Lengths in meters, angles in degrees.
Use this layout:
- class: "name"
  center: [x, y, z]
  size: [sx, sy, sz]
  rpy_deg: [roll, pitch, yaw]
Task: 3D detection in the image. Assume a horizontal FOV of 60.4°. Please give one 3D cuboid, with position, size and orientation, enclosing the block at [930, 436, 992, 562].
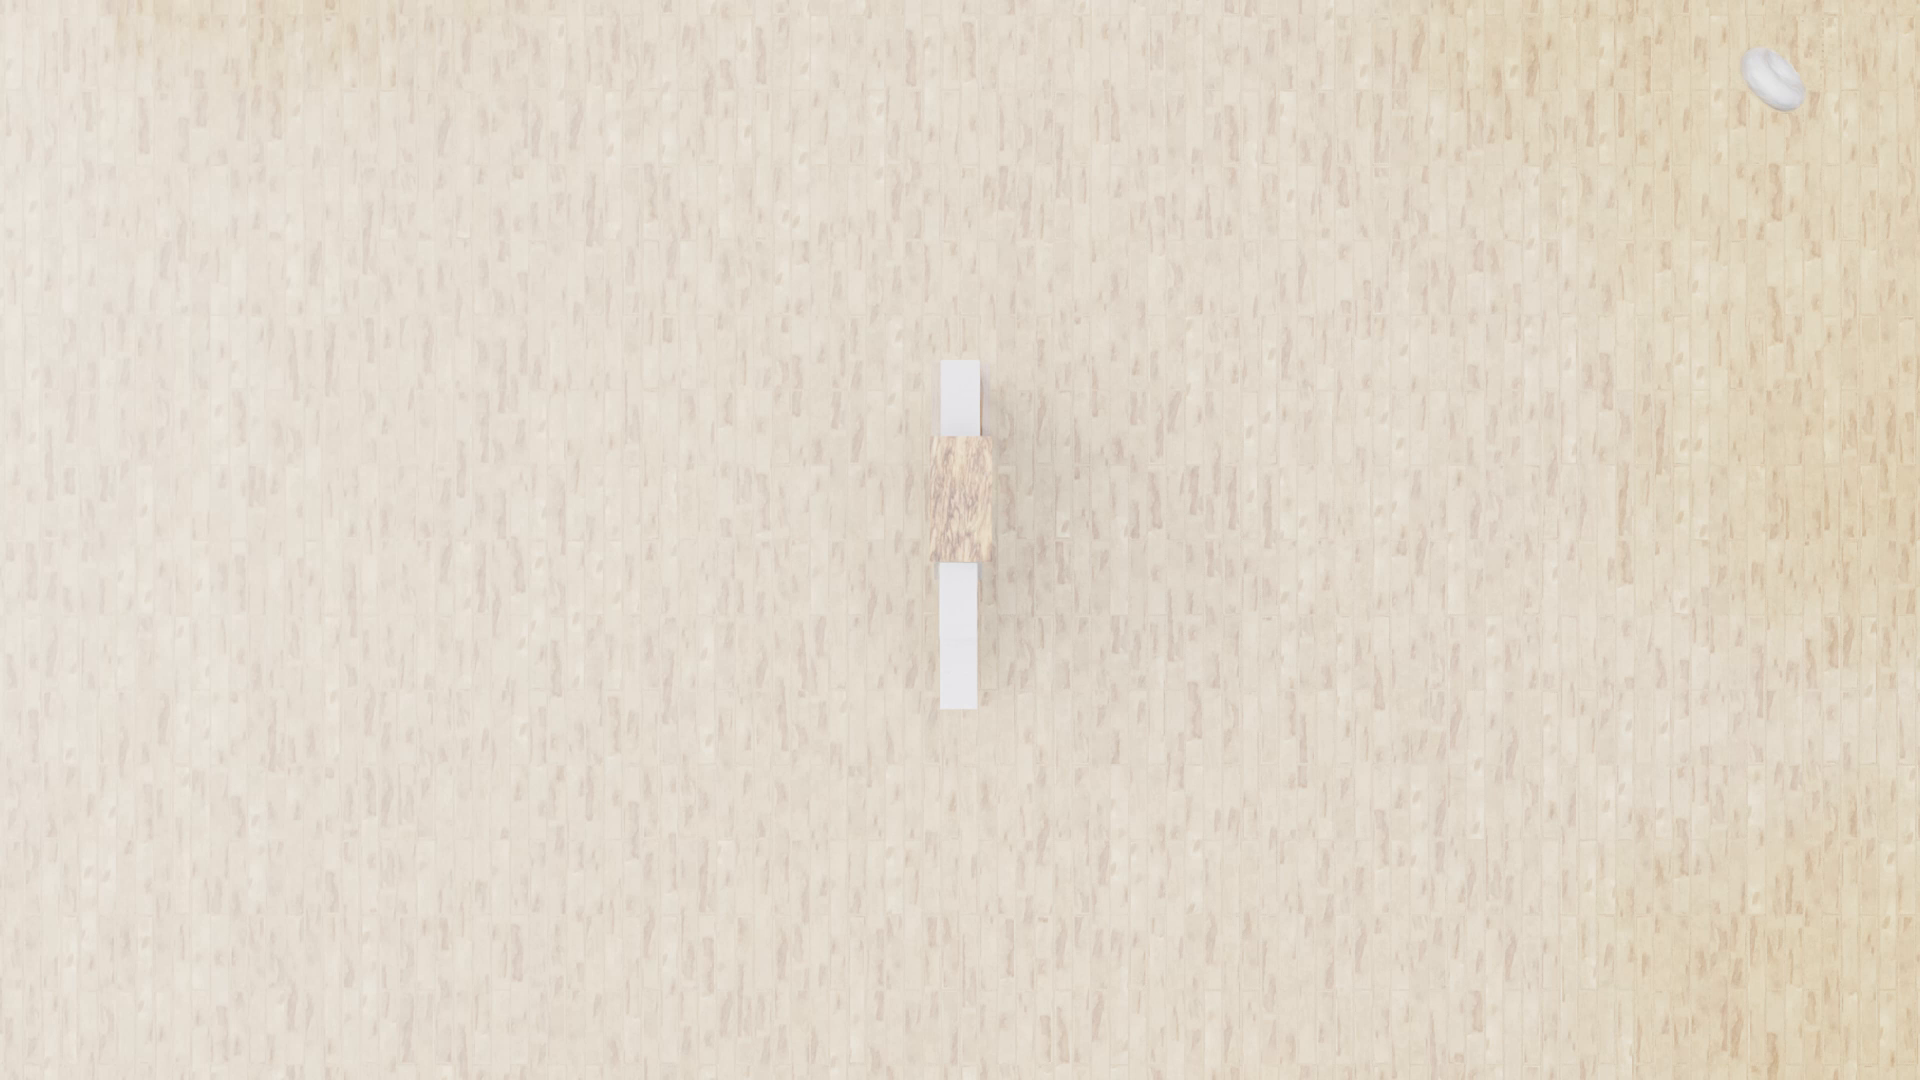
- class: "block"
  center: [0.003, -0.109, 4.416]
  size: [0.167, 0.047, 0.335]
  rpy_deg: [0, 90, 0]

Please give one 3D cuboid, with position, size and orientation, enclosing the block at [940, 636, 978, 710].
- class: "block"
  center: [-0.004, 0.386, 4.835]
  size: [0.108, 0.031, 0.216]
  rpy_deg: [0, 90, 0]

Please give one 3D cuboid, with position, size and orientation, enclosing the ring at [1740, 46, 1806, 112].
- class: "ring"
  center: [2.154, -1.221, 4.371]
  size: [0.204, 0.068, 0.204]
  rpy_deg: [18, 51, -23]

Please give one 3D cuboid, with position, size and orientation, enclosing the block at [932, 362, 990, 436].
- class: "block"
  center: [0.002, -0.342, 4.799]
  size: [0.171, 0.048, 0.342]
  rpy_deg: [0, 90, 0]

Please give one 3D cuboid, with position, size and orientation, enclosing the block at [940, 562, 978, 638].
- class: "block"
  center: [-0.005, 0.168, 4.618]
  size: [0.105, 0.030, 0.210]
  rpy_deg: [0, 90, 0]

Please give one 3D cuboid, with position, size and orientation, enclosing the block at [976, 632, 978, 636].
- class: "block"
  center: [-0.003, 0.241, 5.083]
  size: [0.120, 0.034, 0.239]
  rpy_deg: [0, 90, 0]

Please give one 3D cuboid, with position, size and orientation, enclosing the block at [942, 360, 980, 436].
- class: "block"
  center: [0.001, -0.388, 4.546]
  size: [0.107, 0.030, 0.213]
  rpy_deg: [0, 90, 0]

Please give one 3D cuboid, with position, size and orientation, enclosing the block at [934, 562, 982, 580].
- class: "block"
  center: [-0.006, -0.025, 4.862]
  size: [0.141, 0.040, 0.283]
  rpy_deg: [0, 90, 0]
